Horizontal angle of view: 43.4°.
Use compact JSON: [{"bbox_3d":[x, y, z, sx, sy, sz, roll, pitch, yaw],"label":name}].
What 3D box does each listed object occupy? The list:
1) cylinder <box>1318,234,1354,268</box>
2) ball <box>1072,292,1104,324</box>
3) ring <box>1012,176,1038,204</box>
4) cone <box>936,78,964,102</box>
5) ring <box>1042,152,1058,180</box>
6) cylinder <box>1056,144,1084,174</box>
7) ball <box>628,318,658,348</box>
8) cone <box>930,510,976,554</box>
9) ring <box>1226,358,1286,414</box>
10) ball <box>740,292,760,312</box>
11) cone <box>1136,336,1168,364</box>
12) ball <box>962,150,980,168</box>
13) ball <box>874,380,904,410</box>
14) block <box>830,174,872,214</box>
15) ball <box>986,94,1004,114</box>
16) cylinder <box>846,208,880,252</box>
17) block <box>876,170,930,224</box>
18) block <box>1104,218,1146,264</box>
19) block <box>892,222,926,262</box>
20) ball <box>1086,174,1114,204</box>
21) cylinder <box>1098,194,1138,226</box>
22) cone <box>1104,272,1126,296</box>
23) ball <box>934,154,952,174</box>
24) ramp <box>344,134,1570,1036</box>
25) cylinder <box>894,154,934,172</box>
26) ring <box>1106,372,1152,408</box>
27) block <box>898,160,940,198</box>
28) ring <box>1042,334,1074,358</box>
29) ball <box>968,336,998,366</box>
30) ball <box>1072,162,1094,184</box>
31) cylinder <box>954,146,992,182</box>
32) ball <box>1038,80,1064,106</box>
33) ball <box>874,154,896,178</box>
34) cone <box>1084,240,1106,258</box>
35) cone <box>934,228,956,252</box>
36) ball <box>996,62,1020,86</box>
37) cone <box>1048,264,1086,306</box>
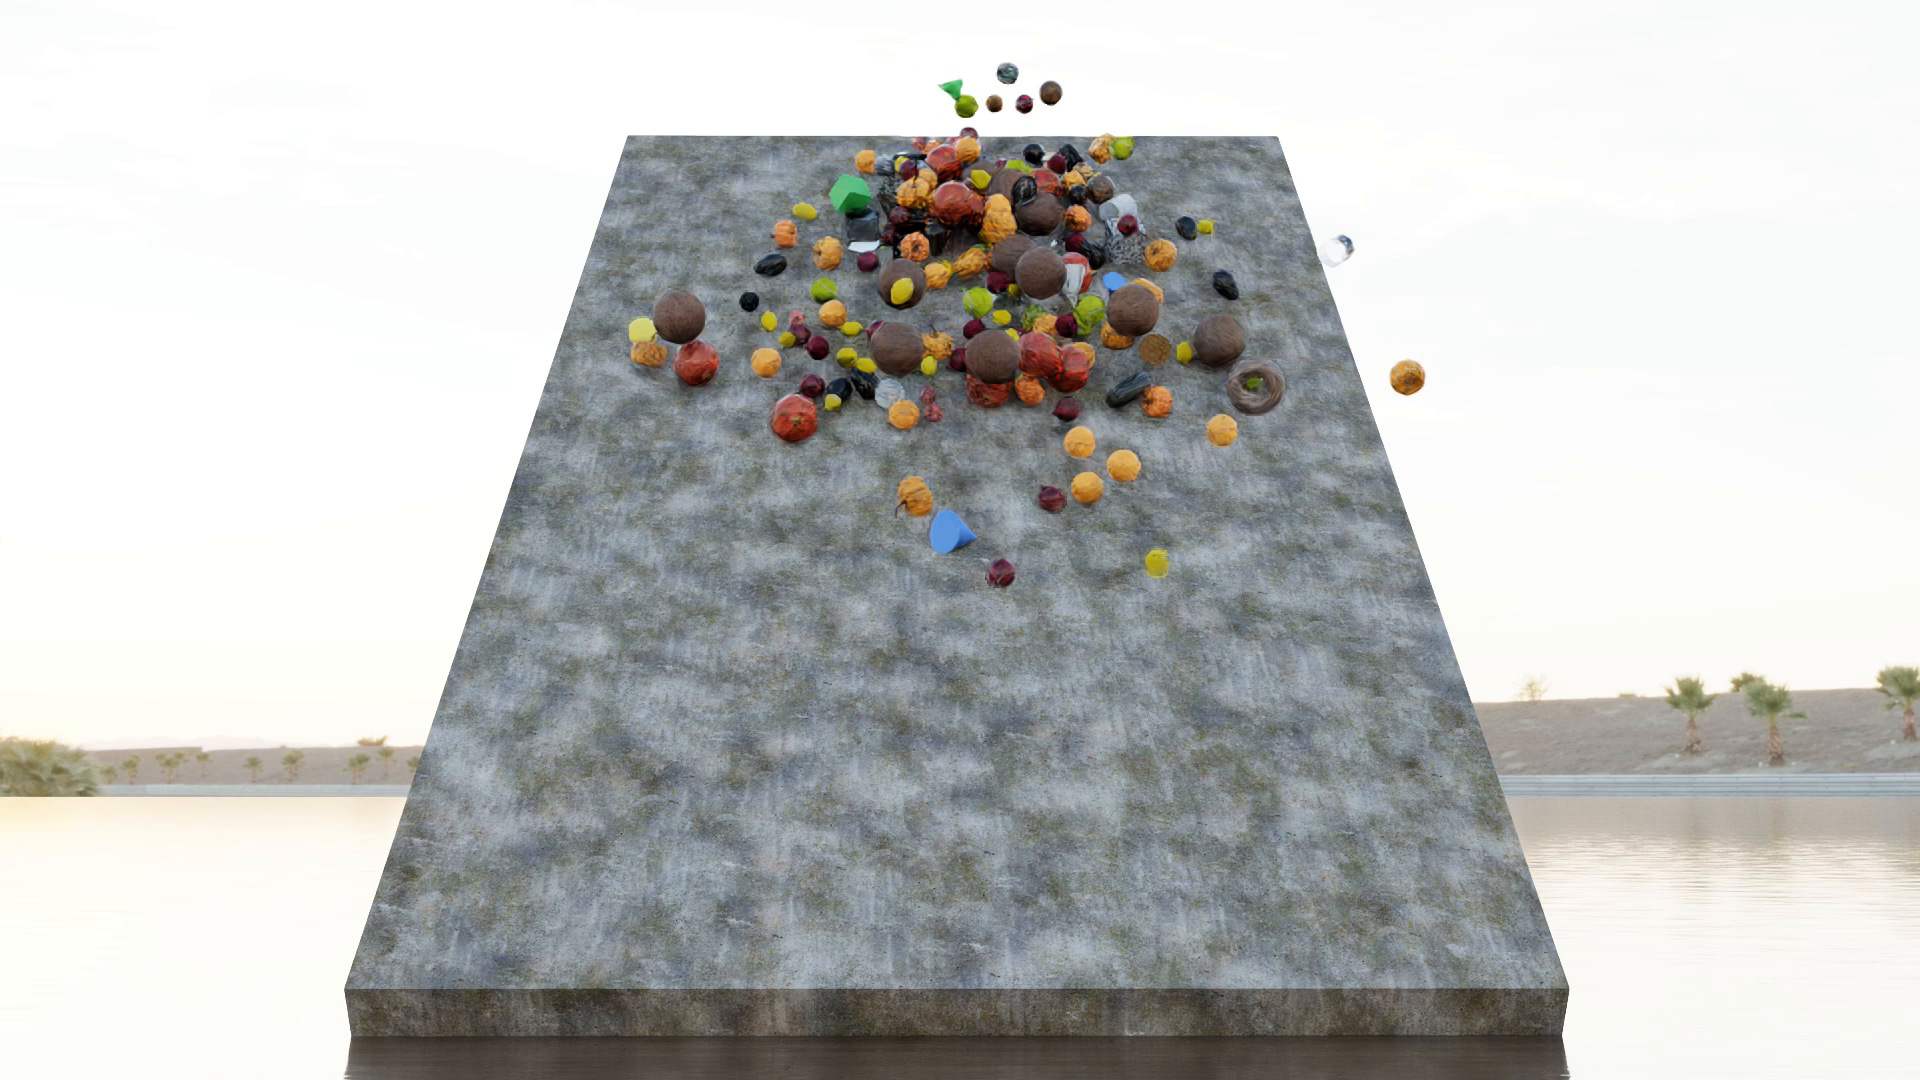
[{"bbox_3d":[1.021,-0.784,6.537,0.073,0.073,0.073,-5,18,40],"label":"cylinder"},{"bbox_3d":[0.329,-0.594,6.179,0.085,0.085,0.085,0,-6,0],"label":"ball"},{"bbox_3d":[0.174,-0.938,6.458,0.080,0.080,0.027,6,25,-44],"label":"ring"},{"bbox_3d":[-0.033,-1.264,6.731,0.070,0.070,0.070,10,-7,-9],"label":"cone"},{"bbox_3d":[0.264,-1.099,7.071,0.028,0.084,0.084,16,-3,12],"label":"ring"},{"bbox_3d":[0.322,-1.123,7.098,0.060,0.060,0.060,-38,-15,-12],"label":"cylinder"},{"bbox_3d":[-0.787,-0.515,5.985,0.075,0.075,0.075,0,-6,0],"label":"ball"},{"bbox_3d":[0.003,-0.011,5.194,0.096,0.096,0.096,11,-12,-42],"label":"cone"},{"bbox_3d":[0.702,-0.365,5.723,0.141,0.141,0.047,-1,21,7],"label":"ring"},{"bbox_3d":[-0.546,-0.618,6.249,0.052,0.052,0.052,0,-6,0],"label":"ball"},{"bbox_3d":[0.482,-0.475,6.020,0.080,0.080,0.080,0,13,4],"label":"cone"},{"bbox_3d":[0.033,-1.092,6.902,0.051,0.051,0.051,0,-6,0],"label":"ball"},{"bbox_3d":[-0.168,-0.348,5.756,0.072,0.072,0.072,0,-6,0],"label":"ball"},{"bbox_3d":[-0.303,-0.953,6.670,0.076,0.076,0.076,10,-48,-36],"label":"block"},{"bbox_3d":[0.103,-1.298,7.168,0.056,0.056,0.056,0,-6,0],"label":"ball"},{"bbox_3d":[-0.268,-0.854,6.624,0.091,0.091,0.091,0,30,0],"label":"cylinder"},{"bbox_3d":[-0.158,-0.962,6.750,0.099,0.099,0.099,-3,-46,24],"label":"block"},{"bbox_3d":[0.448,-0.812,6.546,0.090,0.090,0.090,-5,38,-9],"label":"block"},{"bbox_3d":[-0.136,-0.811,6.561,0.082,0.082,0.082,4,30,6],"label":"block"},{"bbox_3d":[0.394,-0.985,6.779,0.084,0.084,0.084,0,-6,0],"label":"ball"},{"bbox_3d":[0.444,-0.923,6.766,0.078,0.078,0.078,-6,17,47],"label":"cylinder"},{"bbox_3d":[0.388,-0.640,6.144,0.060,0.060,0.060,1,-34,-10],"label":"cone"},{"bbox_3d":[-0.049,-1.095,7.023,0.056,0.056,0.056,0,-6,0],"label":"ball"},{"bbox_3d":[-0.013,-0.213,5.693,2.000,0.100,4.000,0,30,0],"label":"ramp"},{"bbox_3d":[-0.138,-1.077,7.004,0.092,0.092,0.092,8,0,35],"label":"cylinder"},{"bbox_3d":[0.404,-0.360,5.761,0.125,0.042,0.125,-31,12,7],"label":"ring"},{"bbox_3d":[-0.120,-1.024,6.911,0.082,0.082,0.082,-29,35,-10],"label":"block"},{"bbox_3d":[0.246,-0.486,6.037,0.077,0.077,0.026,-1,-48,12],"label":"ring"},{"bbox_3d":[0.056,-0.468,5.968,0.072,0.072,0.072,0,-6,0],"label":"ball"},{"bbox_3d":[0.358,-1.073,7.044,0.063,0.063,0.063,0,-6,0],"label":"ball"},{"bbox_3d":[0.037,-1.094,7.001,0.081,0.081,0.081,3,-12,-26],"label":"cylinder"},{"bbox_3d":[0.265,-1.306,7.039,0.074,0.074,0.074,0,-6,0],"label":"ball"},{"bbox_3d":[-0.210,-1.044,6.725,0.062,0.062,0.062,0,-6,0],"label":"ball"},{"bbox_3d":[0.362,-0.786,6.569,0.056,0.056,0.056,-15,-10,15],"label":"cone"},{"bbox_3d":[-0.034,-0.813,6.581,0.065,0.065,0.065,-13,7,2],"label":"cone"},{"bbox_3d":[0.138,-1.355,6.997,0.068,0.068,0.068,0,-6,0],"label":"ball"},{"bbox_3d":[0.285,-0.639,6.157,0.097,0.097,0.097,-11,-19,-4],"label":"cone"}]
